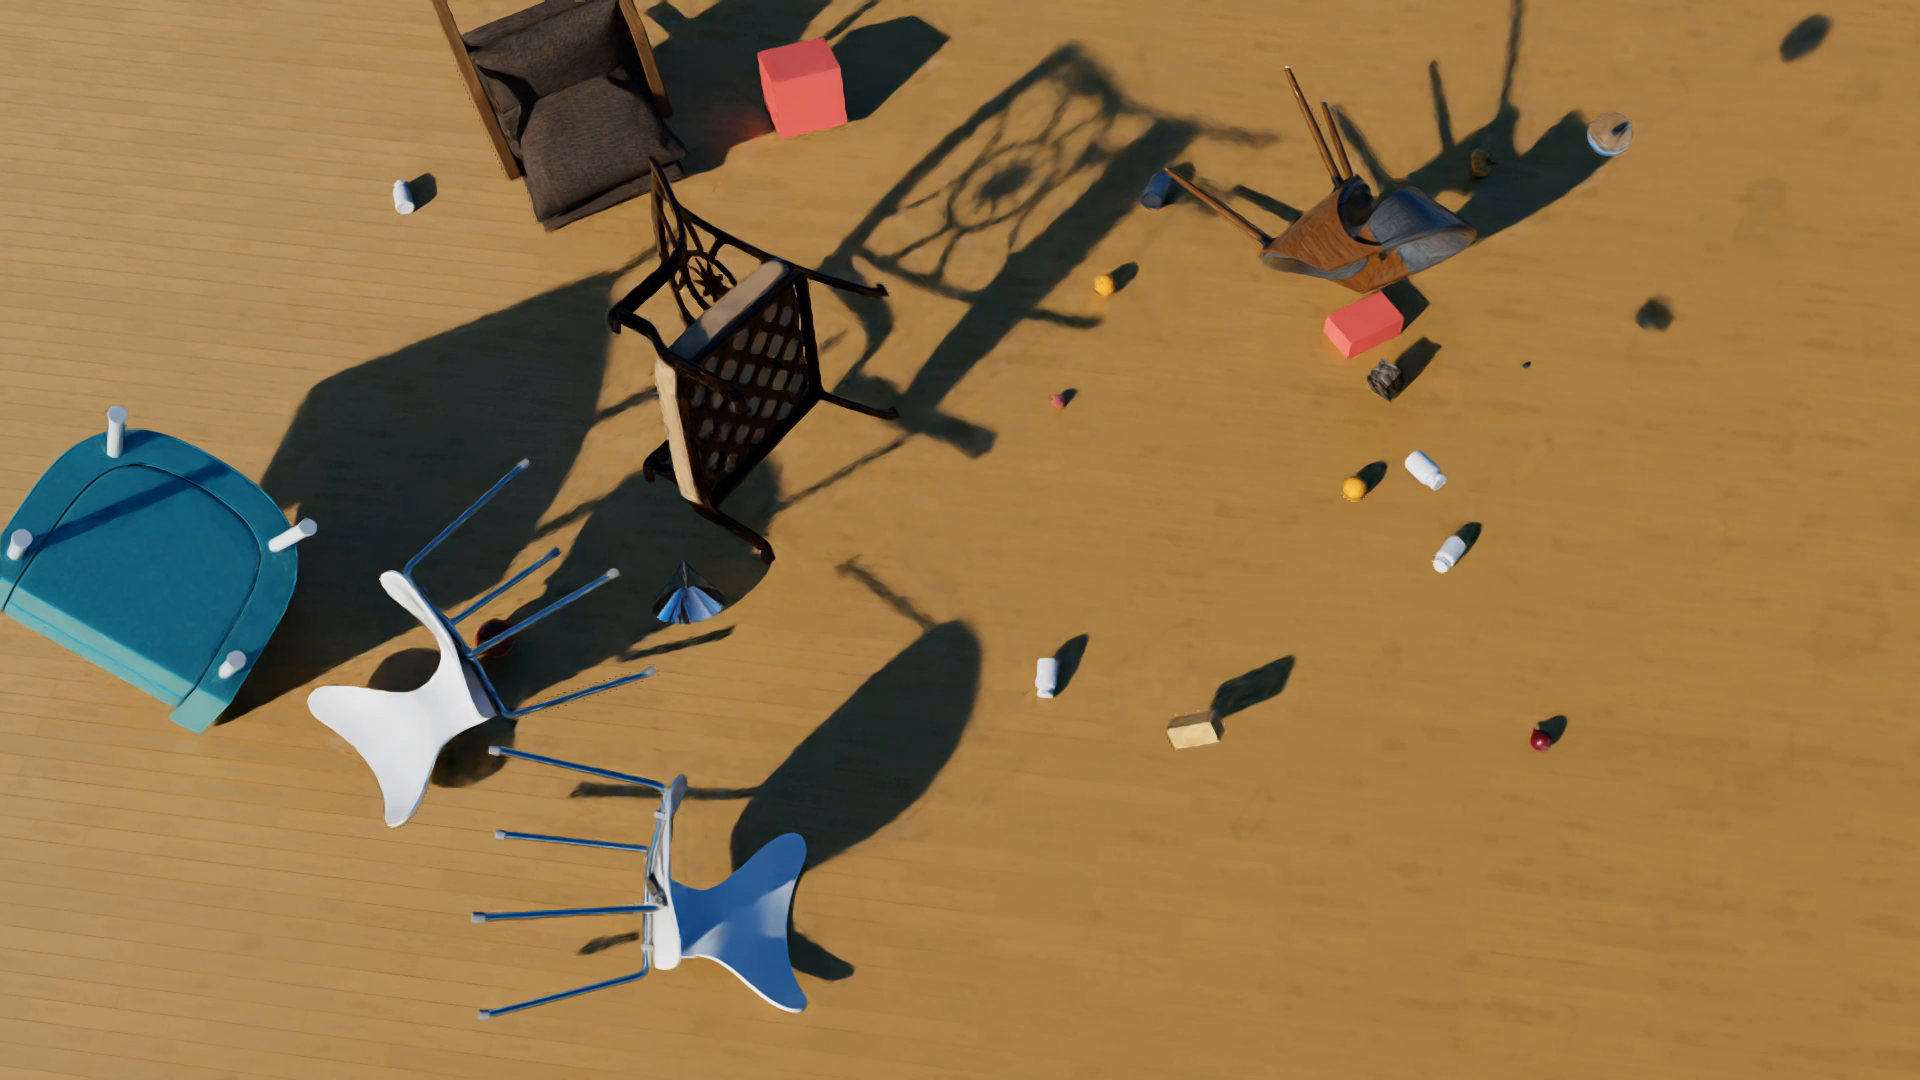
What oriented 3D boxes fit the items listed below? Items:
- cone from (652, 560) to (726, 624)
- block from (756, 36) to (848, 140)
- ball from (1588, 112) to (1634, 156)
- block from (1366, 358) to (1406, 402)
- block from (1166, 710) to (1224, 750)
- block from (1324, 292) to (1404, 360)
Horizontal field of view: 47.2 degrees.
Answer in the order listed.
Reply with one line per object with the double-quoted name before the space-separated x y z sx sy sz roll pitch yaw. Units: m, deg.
"cone" -0.804 0.124 6.452 0.212 0.135 0.214 -10 39 -6
"block" -0.534 -1.530 7.443 0.235 0.220 0.212 -16 45 -10
"ball" 1.911 -1.192 6.458 0.131 0.131 0.131 0 56 0
"block" 1.324 -0.497 6.830 0.075 0.086 0.079 39 86 29
"block" 0.650 0.524 6.065 0.135 0.068 0.058 -14 23 31
"block" 1.283 -0.683 6.984 0.207 0.081 0.130 -25 60 -16
